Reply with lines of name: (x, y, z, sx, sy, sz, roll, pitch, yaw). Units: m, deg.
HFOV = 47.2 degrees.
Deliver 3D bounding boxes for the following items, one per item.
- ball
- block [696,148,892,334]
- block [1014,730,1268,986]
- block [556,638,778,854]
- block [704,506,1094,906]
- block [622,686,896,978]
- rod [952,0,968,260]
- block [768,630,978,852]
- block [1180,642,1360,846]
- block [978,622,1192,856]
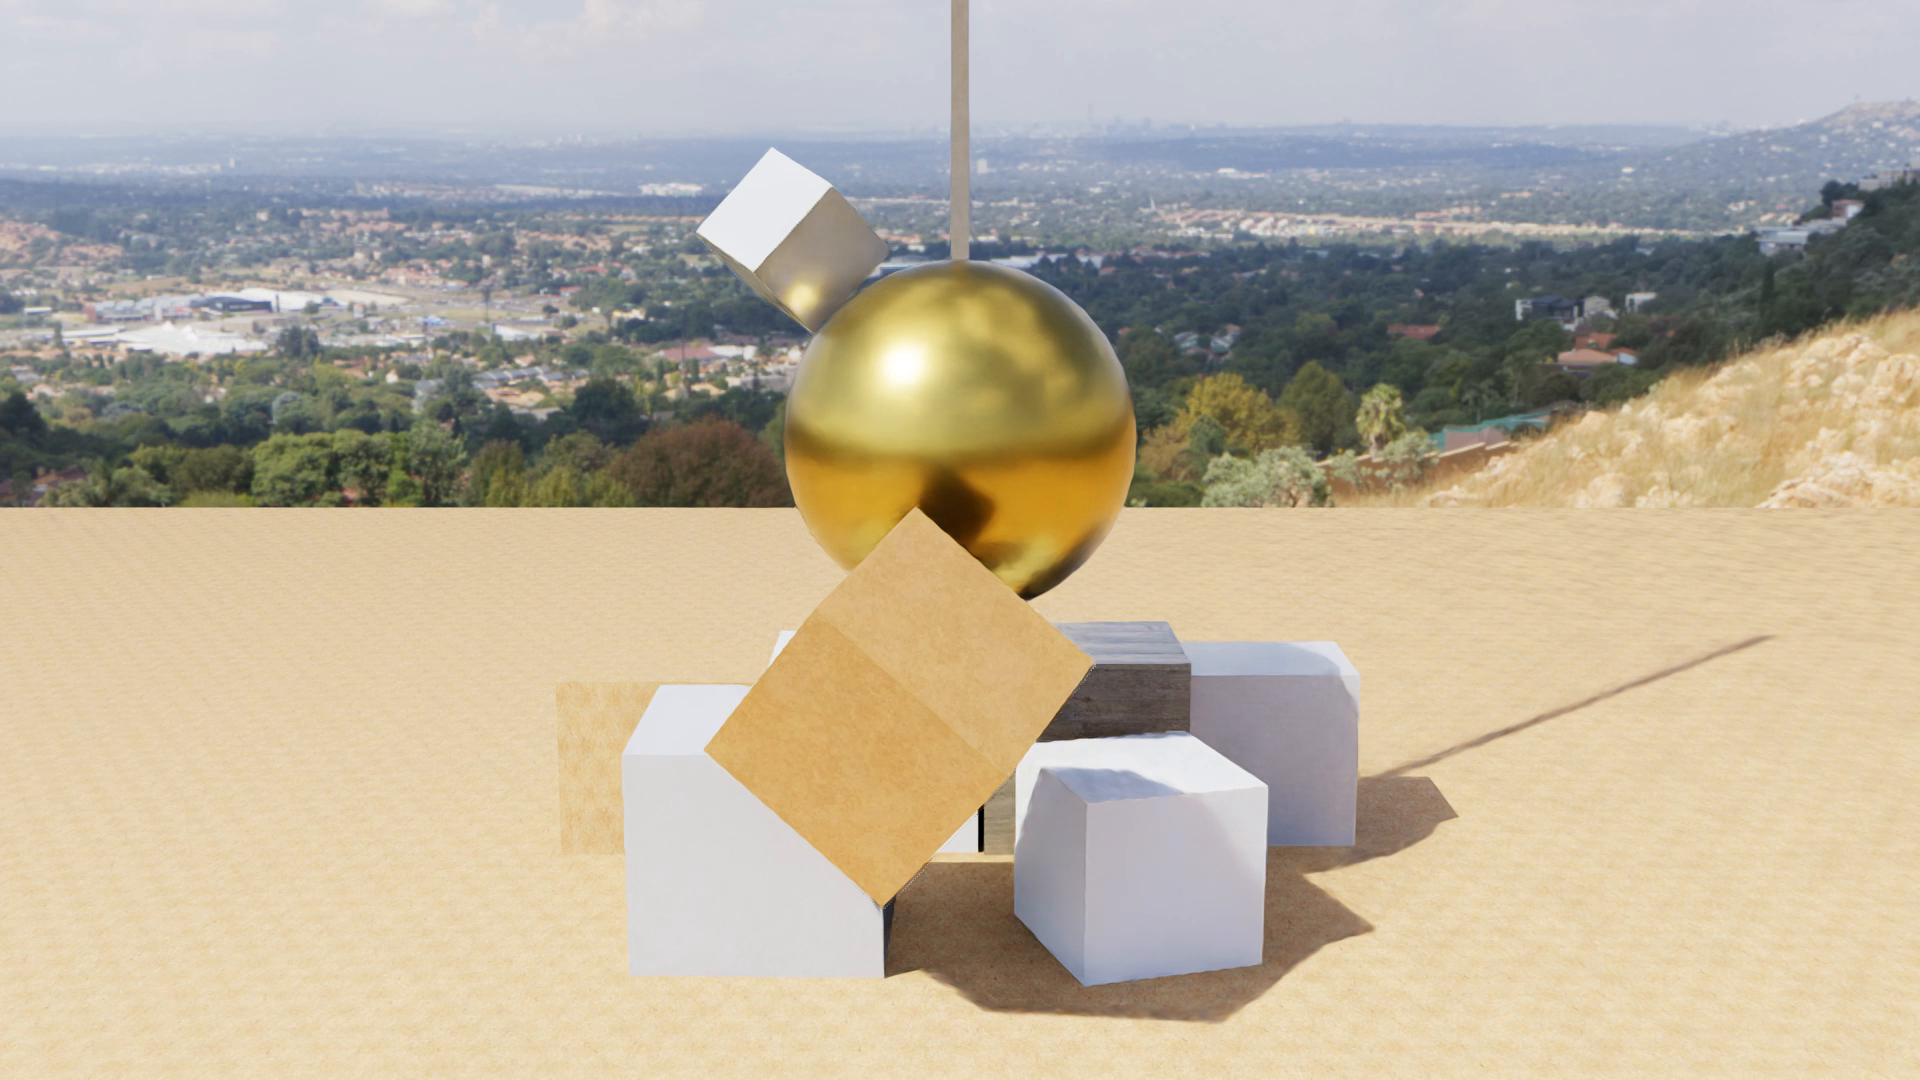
ball: (0.000, -0.459, 9.923, 1.600, 1.600, 1.600, 0, 10, 0)
block: (-0.758, -1.362, 10.018, 0.570, 0.520, 0.476, 38, -5, 48)
block: (0.778, 1.378, 9.700, 0.824, 0.804, 0.885, -3, 12, -18)
block: (-1.474, 1.043, 11.363, 1.025, 0.883, 0.980, 0, 10, 0)
block: (-0.239, 0.649, 8.604, 0.931, 0.951, 0.833, 41, 39, 1)
block: (-0.851, 1.264, 9.718, 1.082, 0.990, 0.996, 0, 13, 2)
rod: (0.000, -3.859, 9.970, 0.080, 5.200, 0.080, 0, -1, 0)
block: (-0.433, 1.022, 11.357, 1.043, 0.925, 0.939, 0, 10, 0)
block: (1.559, 1.040, 11.374, 0.859, 0.884, 0.752, 0, 10, 0)
block: (0.613, 1.001, 11.337, 1.015, 0.974, 0.966, 0, 10, -2)
